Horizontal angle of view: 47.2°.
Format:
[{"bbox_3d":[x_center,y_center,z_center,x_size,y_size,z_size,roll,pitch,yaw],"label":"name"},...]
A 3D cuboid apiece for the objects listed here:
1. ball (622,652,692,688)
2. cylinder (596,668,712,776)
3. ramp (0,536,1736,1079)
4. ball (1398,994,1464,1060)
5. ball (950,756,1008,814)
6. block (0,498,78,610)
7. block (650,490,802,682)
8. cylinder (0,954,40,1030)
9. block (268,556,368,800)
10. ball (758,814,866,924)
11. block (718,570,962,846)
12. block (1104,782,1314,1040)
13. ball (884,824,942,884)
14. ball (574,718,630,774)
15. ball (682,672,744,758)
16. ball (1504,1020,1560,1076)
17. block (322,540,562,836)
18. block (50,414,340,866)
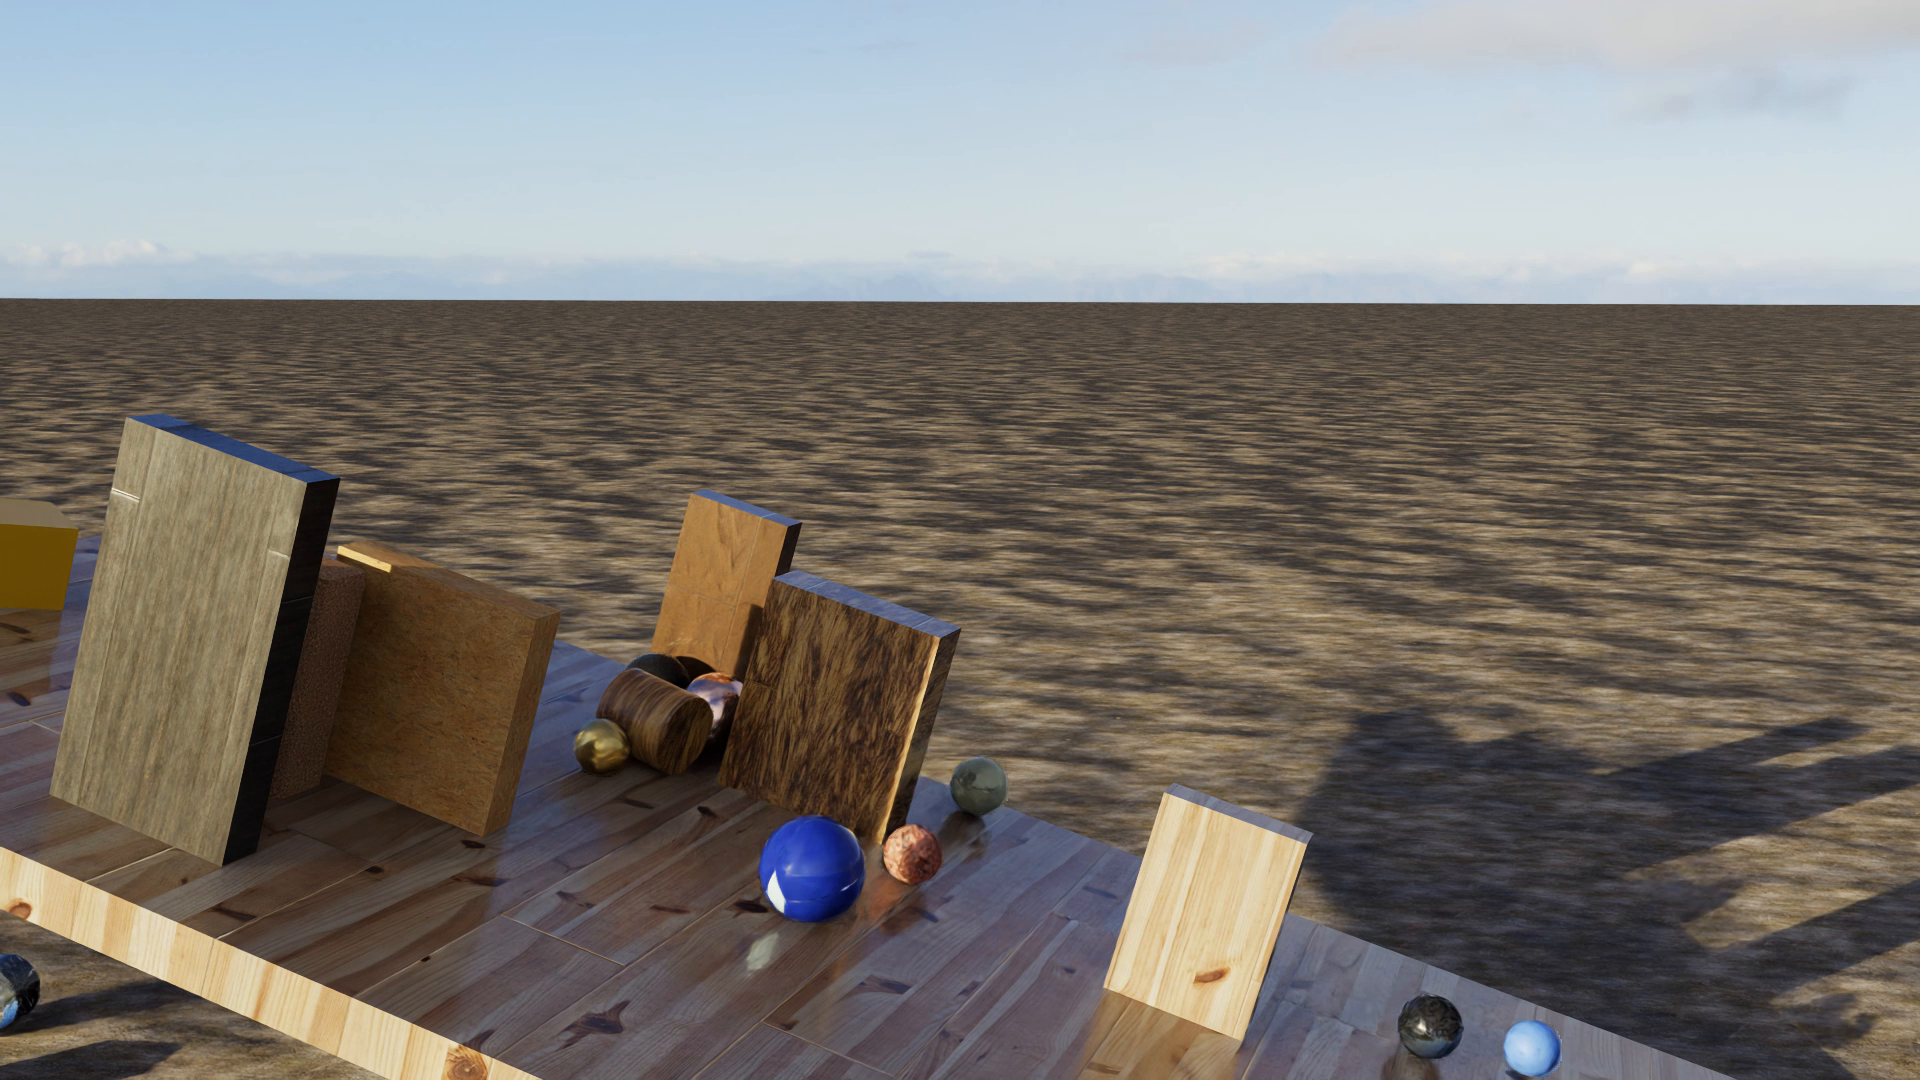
[{"bbox_3d":[-0.689,0.338,4.972,0.168,0.168,0.168,0,7,0],"label":"ball"},{"bbox_3d":[-0.660,0.390,4.740,0.177,0.177,0.177,23,17,25],"label":"cylinder"},{"bbox_3d":[-0.373,0.724,4.237,4.000,0.100,2.000,19,12,14],"label":"ramp"},{"bbox_3d":[0.925,0.958,4.326,0.126,0.126,0.126,0,7,0],"label":"ball"},{"bbox_3d":[0.043,0.560,5.010,0.131,0.131,0.131,0,7,0],"label":"ball"},{"bbox_3d":[-1.997,0.027,4.637,0.181,0.181,0.181,5,15,-43],"label":"block"},{"bbox_3d":[-0.555,0.173,5.046,0.245,0.523,0.090,19,12,14],"label":"block"},{"bbox_3d":[-2.378,1.120,5.397,0.164,0.164,0.164,1,7,8],"label":"cylinder"},{"bbox_3d":[-1.294,0.221,4.053,0.287,0.425,0.127,19,12,14],"label":"block"},{"bbox_3d":[-0.276,0.616,4.121,0.201,0.201,0.201,0,7,0],"label":"ball"},{"bbox_3d":[-0.261,0.354,4.720,0.390,0.468,0.150,19,12,14],"label":"block"},{"bbox_3d":[0.472,0.707,4.193,0.282,0.406,0.087,19,12,14],"label":"block"},{"bbox_3d":[-0.095,0.638,4.470,0.121,0.121,0.121,0,7,0],"label":"ball"},{"bbox_3d":[-0.746,0.431,4.582,0.117,0.117,0.117,0,7,0],"label":"ball"},{"bbox_3d":[-0.543,0.388,4.884,0.187,0.187,0.187,0,7,0],"label":"ball"},{"bbox_3d":[1.142,1.014,4.389,0.111,0.111,0.111,0,7,0],"label":"ball"},{"bbox_3d":[-1.012,0.276,4.153,0.425,0.434,0.098,19,12,14],"label":"block"},{"bbox_3d":[-1.288,0.166,3.690,0.353,0.675,0.096,19,12,14],"label":"block"}]
